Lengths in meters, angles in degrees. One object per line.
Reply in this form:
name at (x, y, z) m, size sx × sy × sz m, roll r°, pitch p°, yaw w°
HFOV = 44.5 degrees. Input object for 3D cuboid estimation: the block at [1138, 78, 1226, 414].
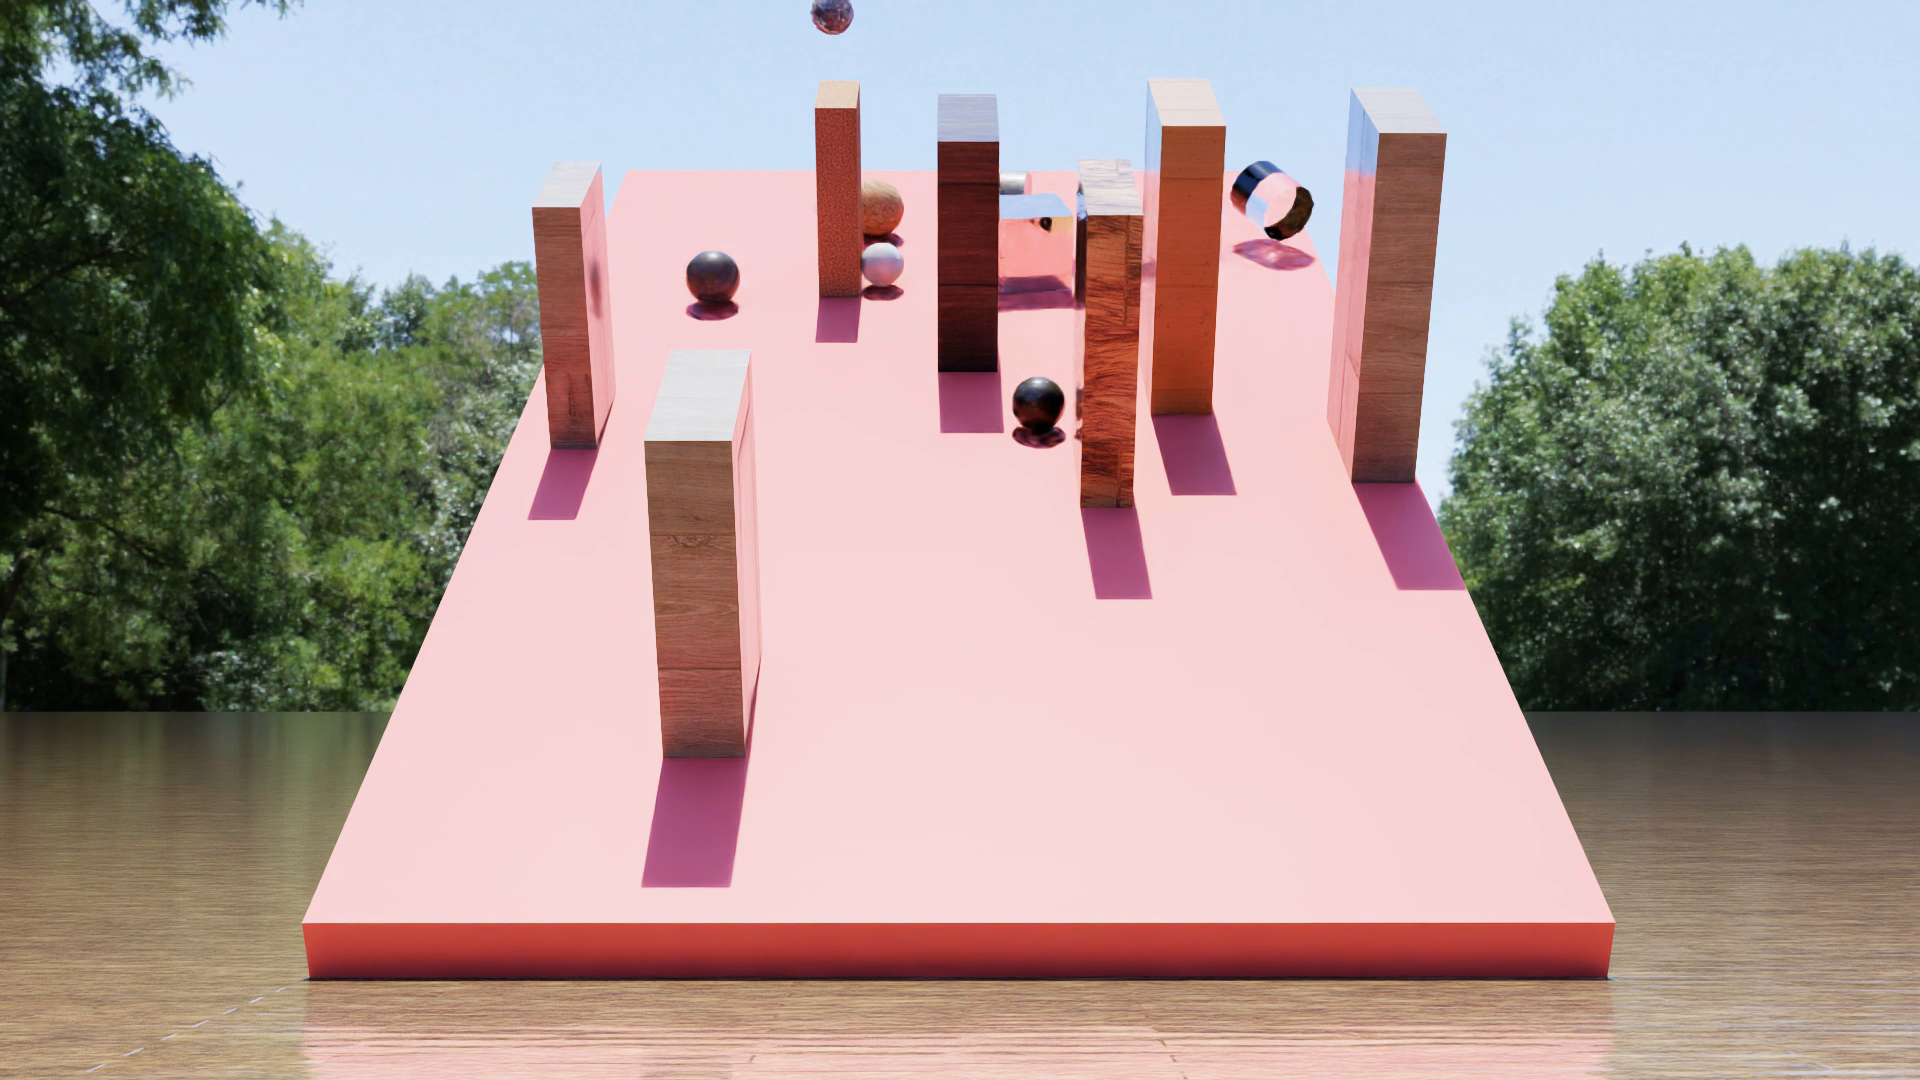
block at (0.510, -0.686, 5.457) m, size 0.141 × 0.681 × 0.413 m, roll 0°, pitch 25°, yaw 0°

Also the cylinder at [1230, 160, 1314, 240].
cylinder at (0.862, -0.939, 6.487) m, size 0.164 × 0.164 × 0.164 m, roll 3°, pitch 31°, yaw -35°

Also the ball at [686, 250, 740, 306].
ball at (-0.638, -0.678, 6.063) m, size 0.142 × 0.142 × 0.142 m, roll 0°, pitch -4°, yaw 0°

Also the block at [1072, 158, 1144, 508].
block at (0.308, -0.443, 4.990) m, size 0.111 × 0.641 × 0.397 m, roll 0°, pitch 25°, yaw 0°

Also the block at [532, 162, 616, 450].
block at (-0.860, -0.528, 5.258) m, size 0.102 × 0.559 × 0.342 m, roll 0°, pitch 25°, yaw 0°

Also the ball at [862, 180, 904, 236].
ball at (-0.237, -0.930, 6.575) m, size 0.159 × 0.159 × 0.159 m, roll 0°, pitch -4°, yaw 0°

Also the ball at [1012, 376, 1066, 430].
ball at (0.178, -0.309, 5.311) m, size 0.123 × 0.123 × 0.123 m, roll 0°, pitch -4°, yaw 0°

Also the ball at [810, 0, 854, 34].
ball at (-0.377, -1.555, 6.923) m, size 0.126 × 0.126 × 0.126 m, roll 0°, pitch -4°, yaw 0°

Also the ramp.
ramp at (-0.009, -0.229, 5.402) m, size 2.000 × 0.100 × 4.000 m, roll 0°, pitch 25°, yaw 0°

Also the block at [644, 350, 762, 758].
block at (-0.438, 0.019, 4.073) m, size 0.141 × 0.589 × 0.411 m, roll 0°, pitch 25°, yaw 0°

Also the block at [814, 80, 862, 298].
block at (-0.316, -0.922, 6.156) m, size 0.105 × 0.504 × 0.276 m, roll 0°, pitch 25°, yaw 0°

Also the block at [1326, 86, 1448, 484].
block at (0.913, -0.551, 5.067) m, size 0.138 × 0.773 × 0.366 m, roll 0°, pitch 25°, yaw 0°

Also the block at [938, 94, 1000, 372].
block at (0.018, -0.753, 5.726) m, size 0.145 × 0.570 × 0.425 m, roll 0°, pitch 25°, yaw 0°

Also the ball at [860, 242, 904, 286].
ball at (-0.206, -0.726, 6.185) m, size 0.117 × 0.117 × 0.117 m, roll 0°, pitch -4°, yaw 0°

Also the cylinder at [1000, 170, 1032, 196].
cylinder at (0.102, -0.951, 6.602) m, size 0.176 × 0.176 × 0.176 m, roll 5°, pitch -3°, yaw 10°

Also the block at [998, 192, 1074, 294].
block at (0.176, -0.787, 6.224) m, size 0.205 × 0.205 × 0.205 m, roll -5°, pitch 26°, yaw -10°
